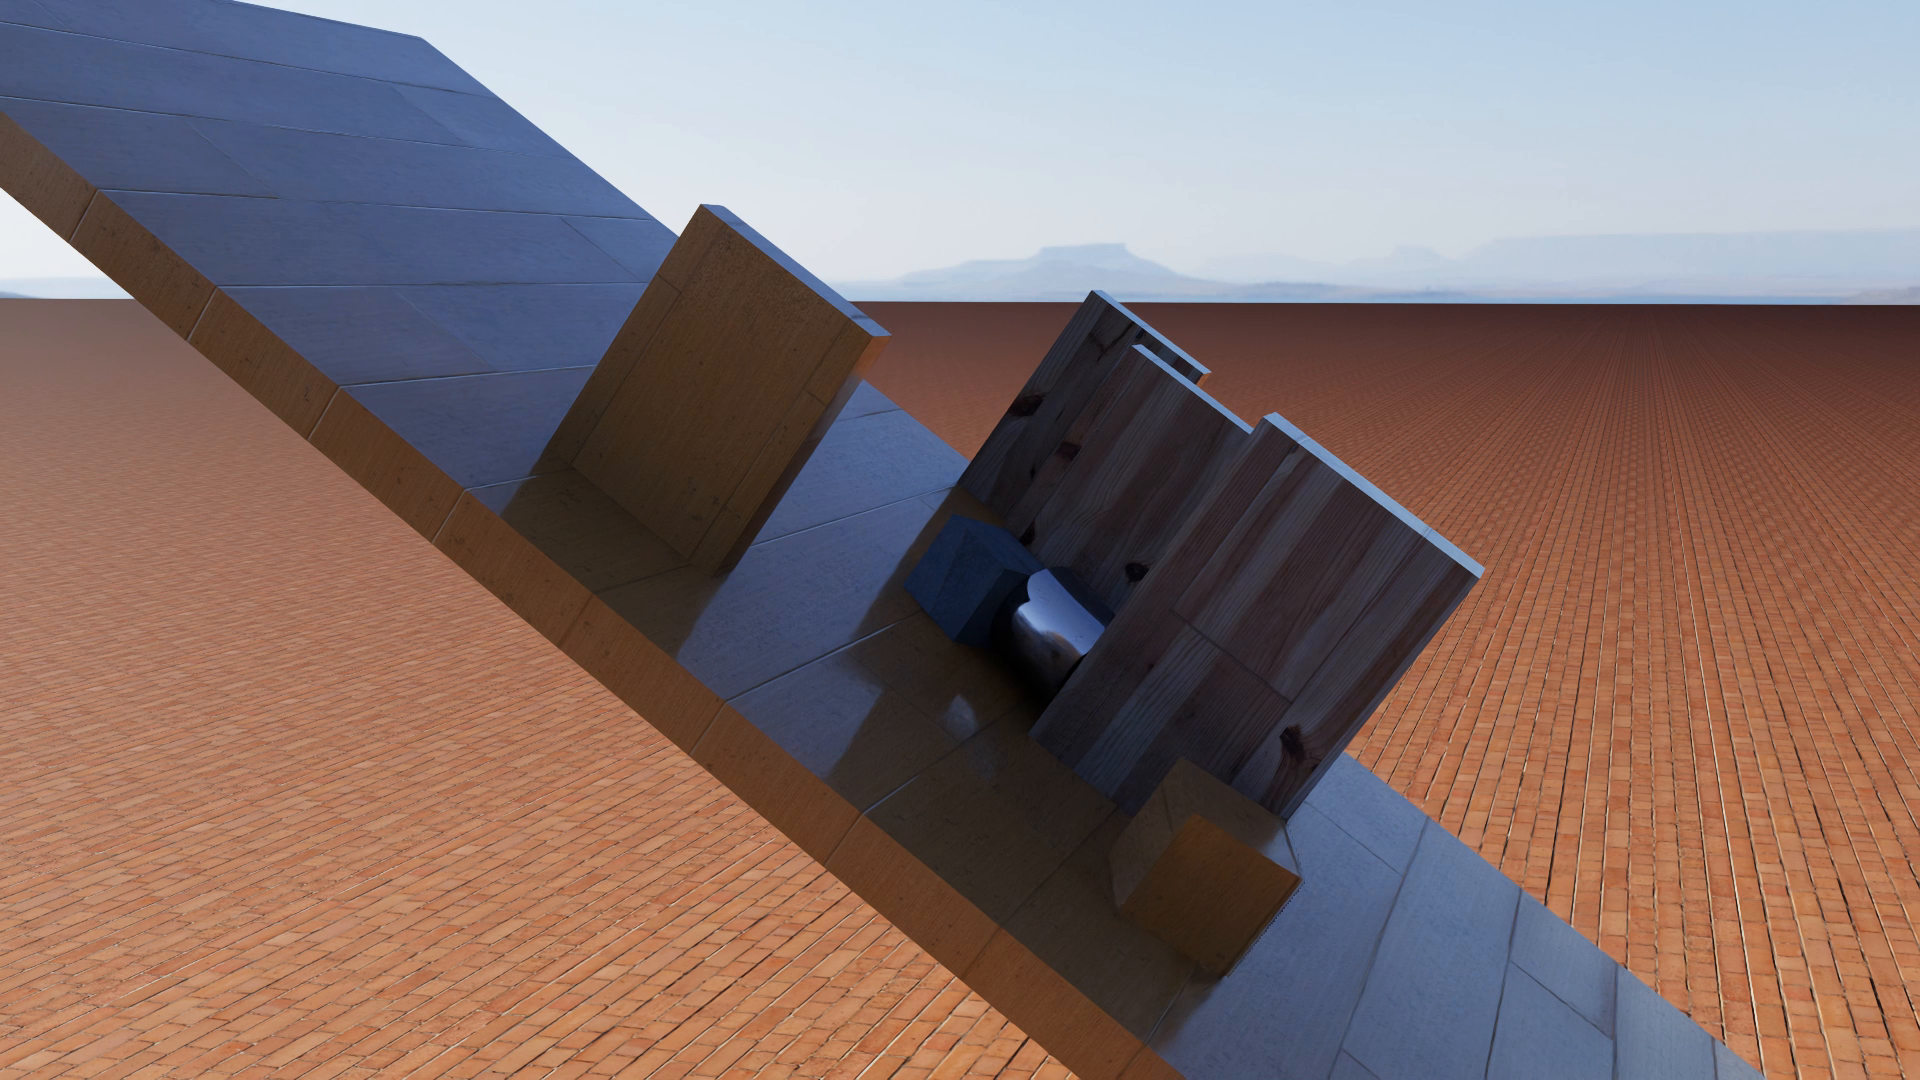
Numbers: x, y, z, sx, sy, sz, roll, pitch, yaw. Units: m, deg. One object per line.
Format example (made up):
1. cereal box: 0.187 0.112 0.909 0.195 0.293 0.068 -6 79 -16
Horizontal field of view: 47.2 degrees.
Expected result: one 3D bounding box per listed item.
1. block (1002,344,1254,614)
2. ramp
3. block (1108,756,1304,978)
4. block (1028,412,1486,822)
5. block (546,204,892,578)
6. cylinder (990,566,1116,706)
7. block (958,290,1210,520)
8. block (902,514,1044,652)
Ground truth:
1. block: 0.272 -0.042 4.083 0.285 0.581 0.080 38 16 10
2. ramp: -0.078 0.145 4.076 4.000 0.100 2.000 38 16 10
3. block: 0.375 0.504 3.402 0.201 0.201 0.201 32 16 -11
4. block: 0.489 0.189 3.679 0.430 0.675 0.131 38 16 10
5. block: -0.385 -0.236 3.488 0.349 0.471 0.089 38 16 10
6. cylinder: 0.194 0.188 3.948 0.202 0.202 0.202 -6 40 -40
7. block: 0.267 -0.244 4.786 0.301 0.518 0.089 38 16 10
8. block: 0.039 0.081 4.009 0.166 0.166 0.166 16 25 -50
